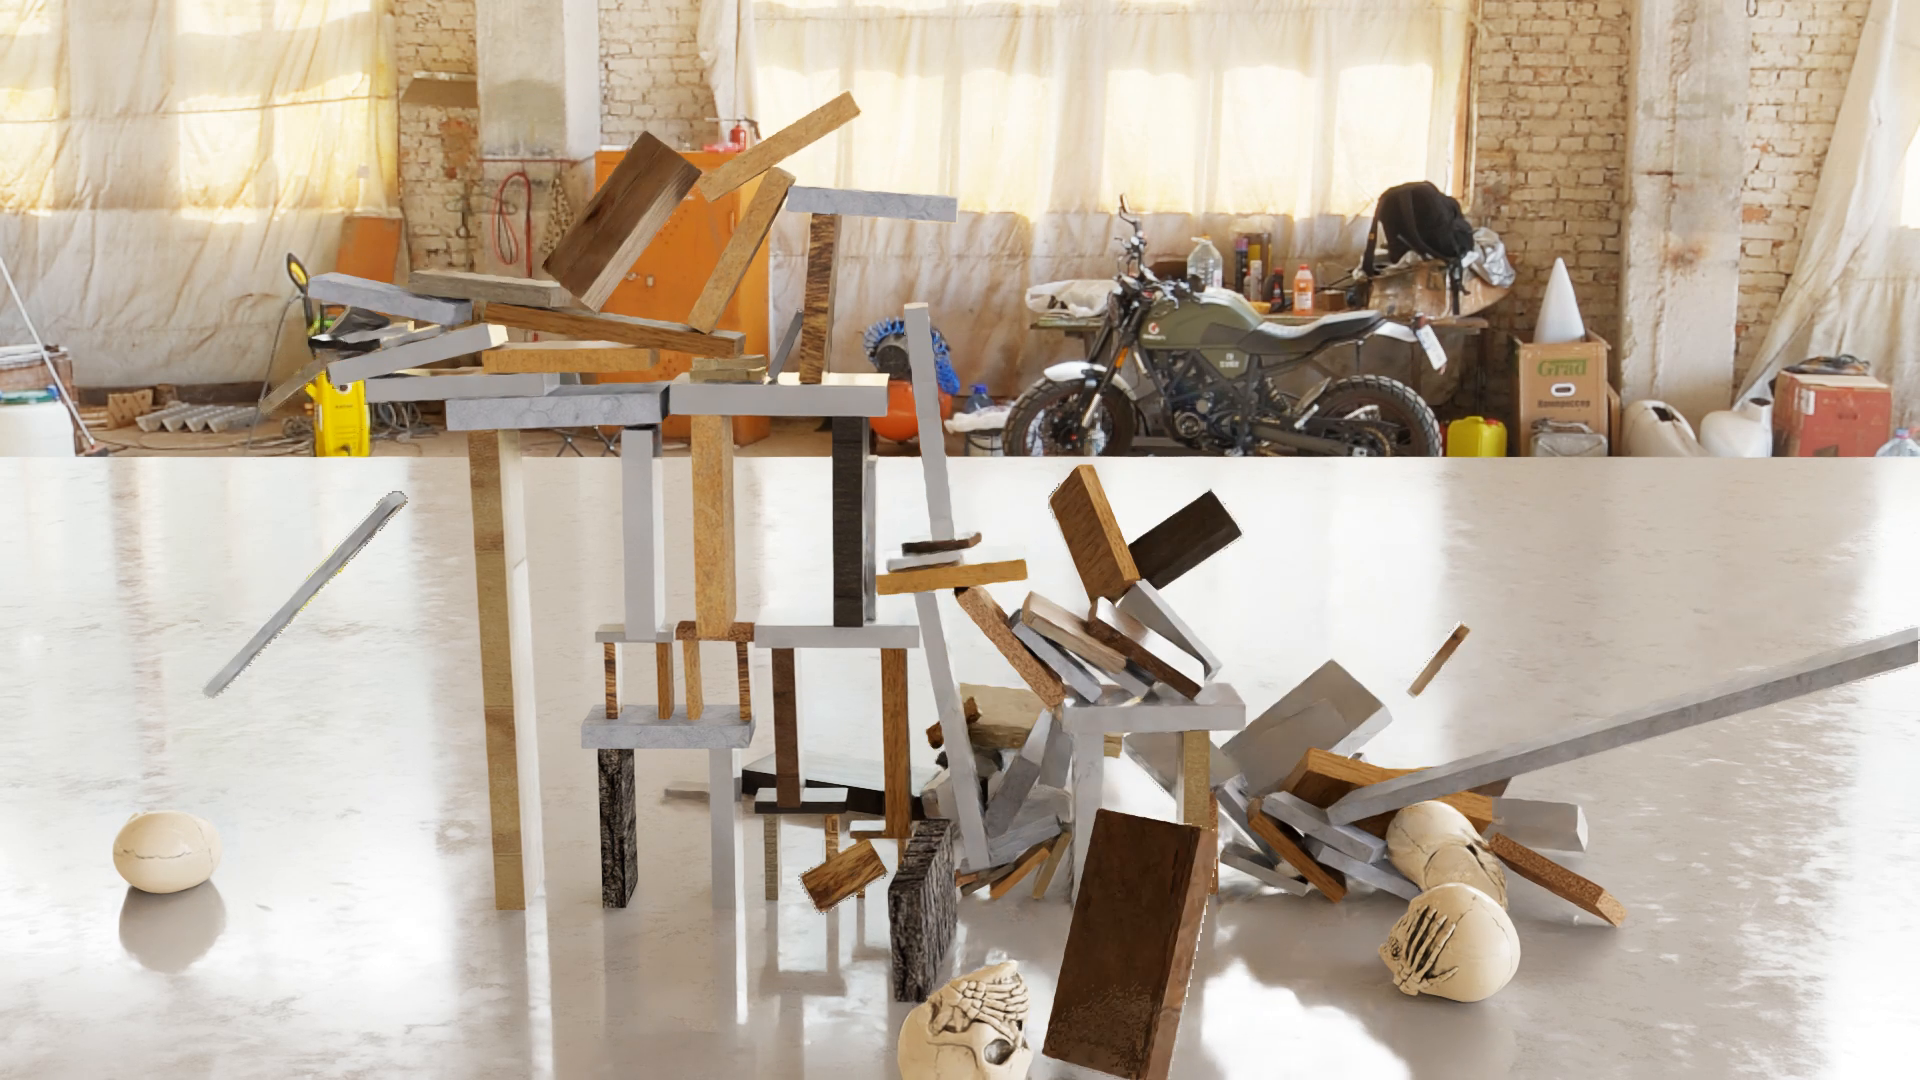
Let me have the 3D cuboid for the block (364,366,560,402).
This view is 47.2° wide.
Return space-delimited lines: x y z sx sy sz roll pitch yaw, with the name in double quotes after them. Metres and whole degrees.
-0.793 -0.251 3.516 0.281 0.037 0.130 -2 11 1 "block"

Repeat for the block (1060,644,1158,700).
0.241 0.192 3.623 0.179 0.025 0.090 34 19 8 "block"

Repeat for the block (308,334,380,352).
-0.980 -0.313 3.505 0.100 0.014 0.050 4 13 2 "block"

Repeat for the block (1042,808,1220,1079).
0.229 0.544 2.955 0.170 0.339 0.048 6 -12 39 "block"

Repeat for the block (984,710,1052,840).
0.113 0.432 4.045 0.047 0.167 0.334 30 13 3 "block"

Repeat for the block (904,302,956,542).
-0.049 -0.192 3.540 0.037 0.372 0.131 -7 9 0 "block"

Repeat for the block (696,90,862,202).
-0.284 -0.616 3.450 0.274 0.039 0.137 -30 10 1 "block"

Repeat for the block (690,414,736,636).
-0.397 -0.036 3.555 0.048 0.355 0.169 0 11 0 "block"

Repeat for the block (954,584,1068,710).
0.081 0.163 3.589 0.034 0.241 0.121 -39 10 6 "block"

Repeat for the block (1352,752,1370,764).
0.698 0.458 3.947 0.022 0.076 0.152 -8 28 45 "block"

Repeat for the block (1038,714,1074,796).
0.196 0.376 4.011 0.047 0.167 0.405 12 -7 7 "block"

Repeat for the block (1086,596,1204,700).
0.303 0.176 3.597 0.209 0.030 0.104 34 18 -4 "block"

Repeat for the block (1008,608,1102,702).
0.155 0.187 3.581 0.179 0.025 0.090 42 7 -8 "block"

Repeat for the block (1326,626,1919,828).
1.082 0.253 3.269 1.207 0.030 0.107 -23 -2 36 "block"

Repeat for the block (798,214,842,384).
-0.221 -0.387 3.489 0.037 0.263 0.131 6 11 1 "block"

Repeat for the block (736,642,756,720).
-0.350 0.223 3.600 0.018 0.130 0.065 -2 11 1 "block"

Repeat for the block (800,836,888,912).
-0.172 0.496 3.261 0.116 0.058 0.016 -31 -22 -4 "block"

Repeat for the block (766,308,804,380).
-0.277 -0.312 3.509 0.016 0.114 0.057 25 8 -8 "block"

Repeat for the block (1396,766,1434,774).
0.794 0.425 3.877 0.152 0.022 0.076 -2 -27 -19 "block"

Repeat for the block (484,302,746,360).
-0.546 -0.337 3.502 0.397 0.033 0.116 8 10 2 "block"

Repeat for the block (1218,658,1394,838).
0.586 0.365 3.889 0.328 0.046 0.164 -38 39 -5 "block"

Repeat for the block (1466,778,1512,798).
0.890 0.463 4.026 0.214 0.030 0.107 -8 -32 -7 "block"

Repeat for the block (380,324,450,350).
-0.866 -0.325 3.497 0.100 0.014 0.050 -13 13 5 "block"

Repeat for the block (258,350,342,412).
-1.054 -0.257 3.516 0.134 0.019 0.067 -36 12 7 "block"

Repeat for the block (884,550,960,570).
-0.062 0.027 3.544 0.117 0.017 0.058 -8 12 -2 "block"

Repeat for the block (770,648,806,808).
-0.281 0.292 3.612 0.037 0.265 0.132 -1 11 0 "block"

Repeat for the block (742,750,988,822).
-0.186 0.467 4.198 0.447 0.048 0.170 5 12 27 "block"

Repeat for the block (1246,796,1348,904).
0.560 0.515 3.660 0.197 0.028 0.099 42 12 -3 "block"

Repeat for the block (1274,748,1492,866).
0.717 0.455 3.740 0.328 0.164 0.046 16 52 -6 "block"

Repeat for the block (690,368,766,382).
-0.371 -0.266 3.510 0.114 0.016 0.057 1 11 3 "block"

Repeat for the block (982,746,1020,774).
0.155 0.414 4.365 0.211 0.030 0.105 0 31 -29 "block"

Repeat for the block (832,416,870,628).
-0.175 -0.043 3.554 0.048 0.338 0.169 1 11 2 "block"

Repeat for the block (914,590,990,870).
-0.012 0.298 3.620 0.034 0.474 0.121 -11 10 3 "block"

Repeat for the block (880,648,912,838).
-0.104 0.318 3.617 0.037 0.318 0.132 -1 11 1 "block"

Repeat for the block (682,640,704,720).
-0.437 0.223 3.600 0.018 0.130 0.065 -3 10 0 "block"

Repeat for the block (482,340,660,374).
-0.618 -0.293 3.510 0.259 0.037 0.130 -1 11 0 "block"

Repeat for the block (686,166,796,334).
-0.345 -0.461 3.481 0.039 0.275 0.137 29 9 -6 "block"

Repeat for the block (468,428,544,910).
-0.741 0.201 3.601 0.048 0.790 0.168 -1 11 0 "block"

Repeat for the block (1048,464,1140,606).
0.233 -0.003 3.841 0.033 0.231 0.116 -6 -28 -31 "block"

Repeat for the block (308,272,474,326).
-0.905 -0.384 3.505 0.231 0.033 0.116 11 11 0 "block"

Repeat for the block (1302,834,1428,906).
0.670 0.538 3.640 0.197 0.028 0.099 24 8 -10 "block"

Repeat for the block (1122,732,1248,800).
0.392 0.389 3.859 0.116 0.033 0.231 -24 32 -15 "block"

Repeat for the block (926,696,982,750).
-0.012 0.354 4.250 0.116 0.016 0.058 -37 25 9 "block"

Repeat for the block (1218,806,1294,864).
0.540 0.521 3.960 0.104 0.030 0.375 -2 11 -8 "block"

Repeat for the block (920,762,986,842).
-0.011 0.473 3.987 0.030 0.105 0.211 -11 7 21 "block"

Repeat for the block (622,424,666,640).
-0.512 -0.022 3.557 0.048 0.336 0.168 0 11 -2 "block"

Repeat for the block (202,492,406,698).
-1.072 0.091 3.591 0.019 0.452 0.067 44 9 -6 "block"

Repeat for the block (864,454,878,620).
-0.143 -0.004 3.557 0.017 0.261 0.059 1 10 2 "block"
